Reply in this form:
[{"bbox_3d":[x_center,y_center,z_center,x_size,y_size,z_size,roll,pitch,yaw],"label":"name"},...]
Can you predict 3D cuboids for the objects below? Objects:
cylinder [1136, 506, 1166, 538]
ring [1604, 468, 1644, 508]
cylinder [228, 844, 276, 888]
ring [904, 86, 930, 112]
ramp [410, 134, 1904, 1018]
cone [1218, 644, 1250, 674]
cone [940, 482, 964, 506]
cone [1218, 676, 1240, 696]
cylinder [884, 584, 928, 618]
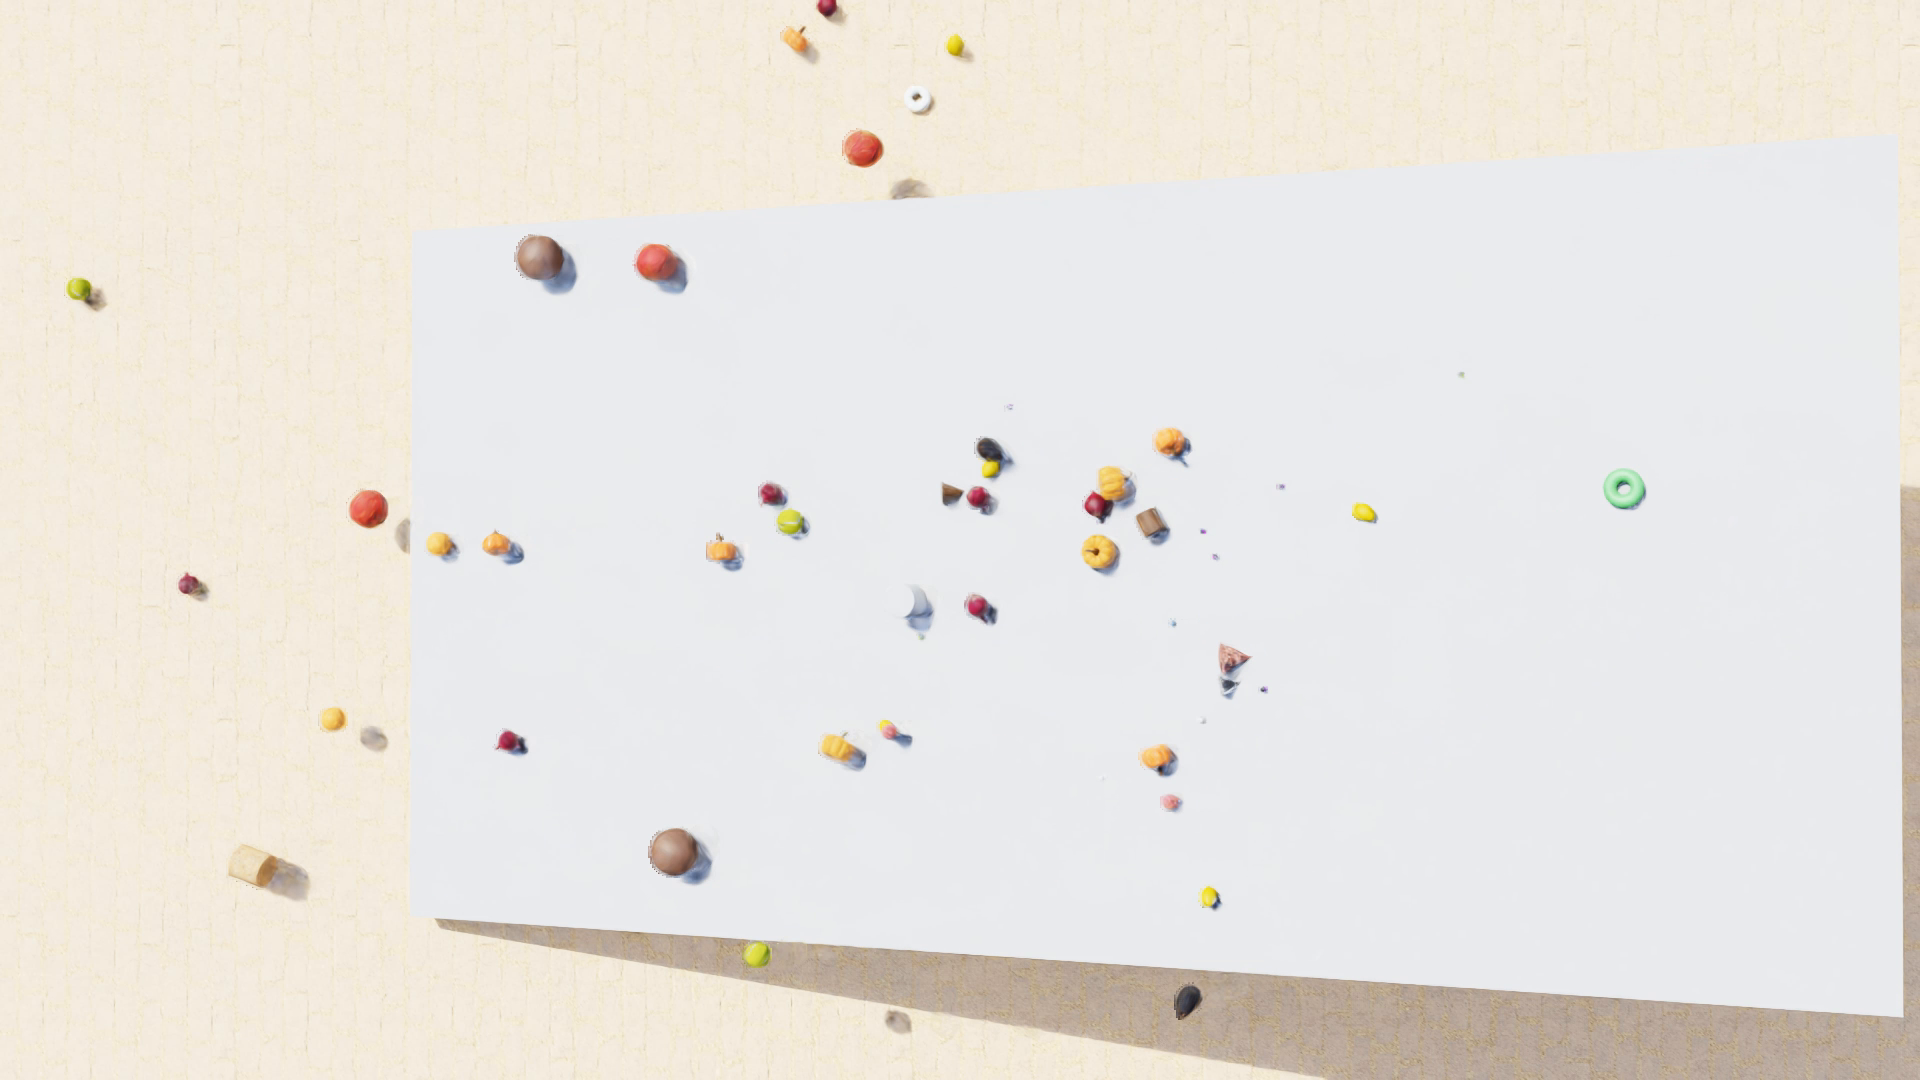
[{"bbox_3d":[0.484,-0.044,5.584,0.060,0.060,0.060,-24,77,0],"label":"cylinder"},{"bbox_3d":[1.564,-0.123,5.184,0.094,0.031,0.094,0,89,23],"label":"ring"},{"bbox_3d":[-2.064,0.950,6.414,0.098,0.098,0.098,17,89,13],"label":"cylinder"},{"bbox_3d":[-0.127,-1.309,6.516,0.081,0.027,0.081,0,84,0],"label":"ring"},{"bbox_3d":[0.282,0.088,5.746,4.000,0.100,2.000,0,89,21],"label":"ramp"},{"bbox_3d":[0.694,0.295,5.513,0.076,0.076,0.076,-5,89,-10],"label":"cone"},{"bbox_3d":[-0.016,-0.125,5.795,0.064,0.064,0.064,-4,89,-6],"label":"cone"},{"bbox_3d":[0.681,0.363,5.522,0.052,0.052,0.052,-9,89,-6],"label":"cone"},{"bbox_3d":[-0.145,0.159,5.808,0.089,0.089,0.089,0,89,21],"label":"cylinder"}]
